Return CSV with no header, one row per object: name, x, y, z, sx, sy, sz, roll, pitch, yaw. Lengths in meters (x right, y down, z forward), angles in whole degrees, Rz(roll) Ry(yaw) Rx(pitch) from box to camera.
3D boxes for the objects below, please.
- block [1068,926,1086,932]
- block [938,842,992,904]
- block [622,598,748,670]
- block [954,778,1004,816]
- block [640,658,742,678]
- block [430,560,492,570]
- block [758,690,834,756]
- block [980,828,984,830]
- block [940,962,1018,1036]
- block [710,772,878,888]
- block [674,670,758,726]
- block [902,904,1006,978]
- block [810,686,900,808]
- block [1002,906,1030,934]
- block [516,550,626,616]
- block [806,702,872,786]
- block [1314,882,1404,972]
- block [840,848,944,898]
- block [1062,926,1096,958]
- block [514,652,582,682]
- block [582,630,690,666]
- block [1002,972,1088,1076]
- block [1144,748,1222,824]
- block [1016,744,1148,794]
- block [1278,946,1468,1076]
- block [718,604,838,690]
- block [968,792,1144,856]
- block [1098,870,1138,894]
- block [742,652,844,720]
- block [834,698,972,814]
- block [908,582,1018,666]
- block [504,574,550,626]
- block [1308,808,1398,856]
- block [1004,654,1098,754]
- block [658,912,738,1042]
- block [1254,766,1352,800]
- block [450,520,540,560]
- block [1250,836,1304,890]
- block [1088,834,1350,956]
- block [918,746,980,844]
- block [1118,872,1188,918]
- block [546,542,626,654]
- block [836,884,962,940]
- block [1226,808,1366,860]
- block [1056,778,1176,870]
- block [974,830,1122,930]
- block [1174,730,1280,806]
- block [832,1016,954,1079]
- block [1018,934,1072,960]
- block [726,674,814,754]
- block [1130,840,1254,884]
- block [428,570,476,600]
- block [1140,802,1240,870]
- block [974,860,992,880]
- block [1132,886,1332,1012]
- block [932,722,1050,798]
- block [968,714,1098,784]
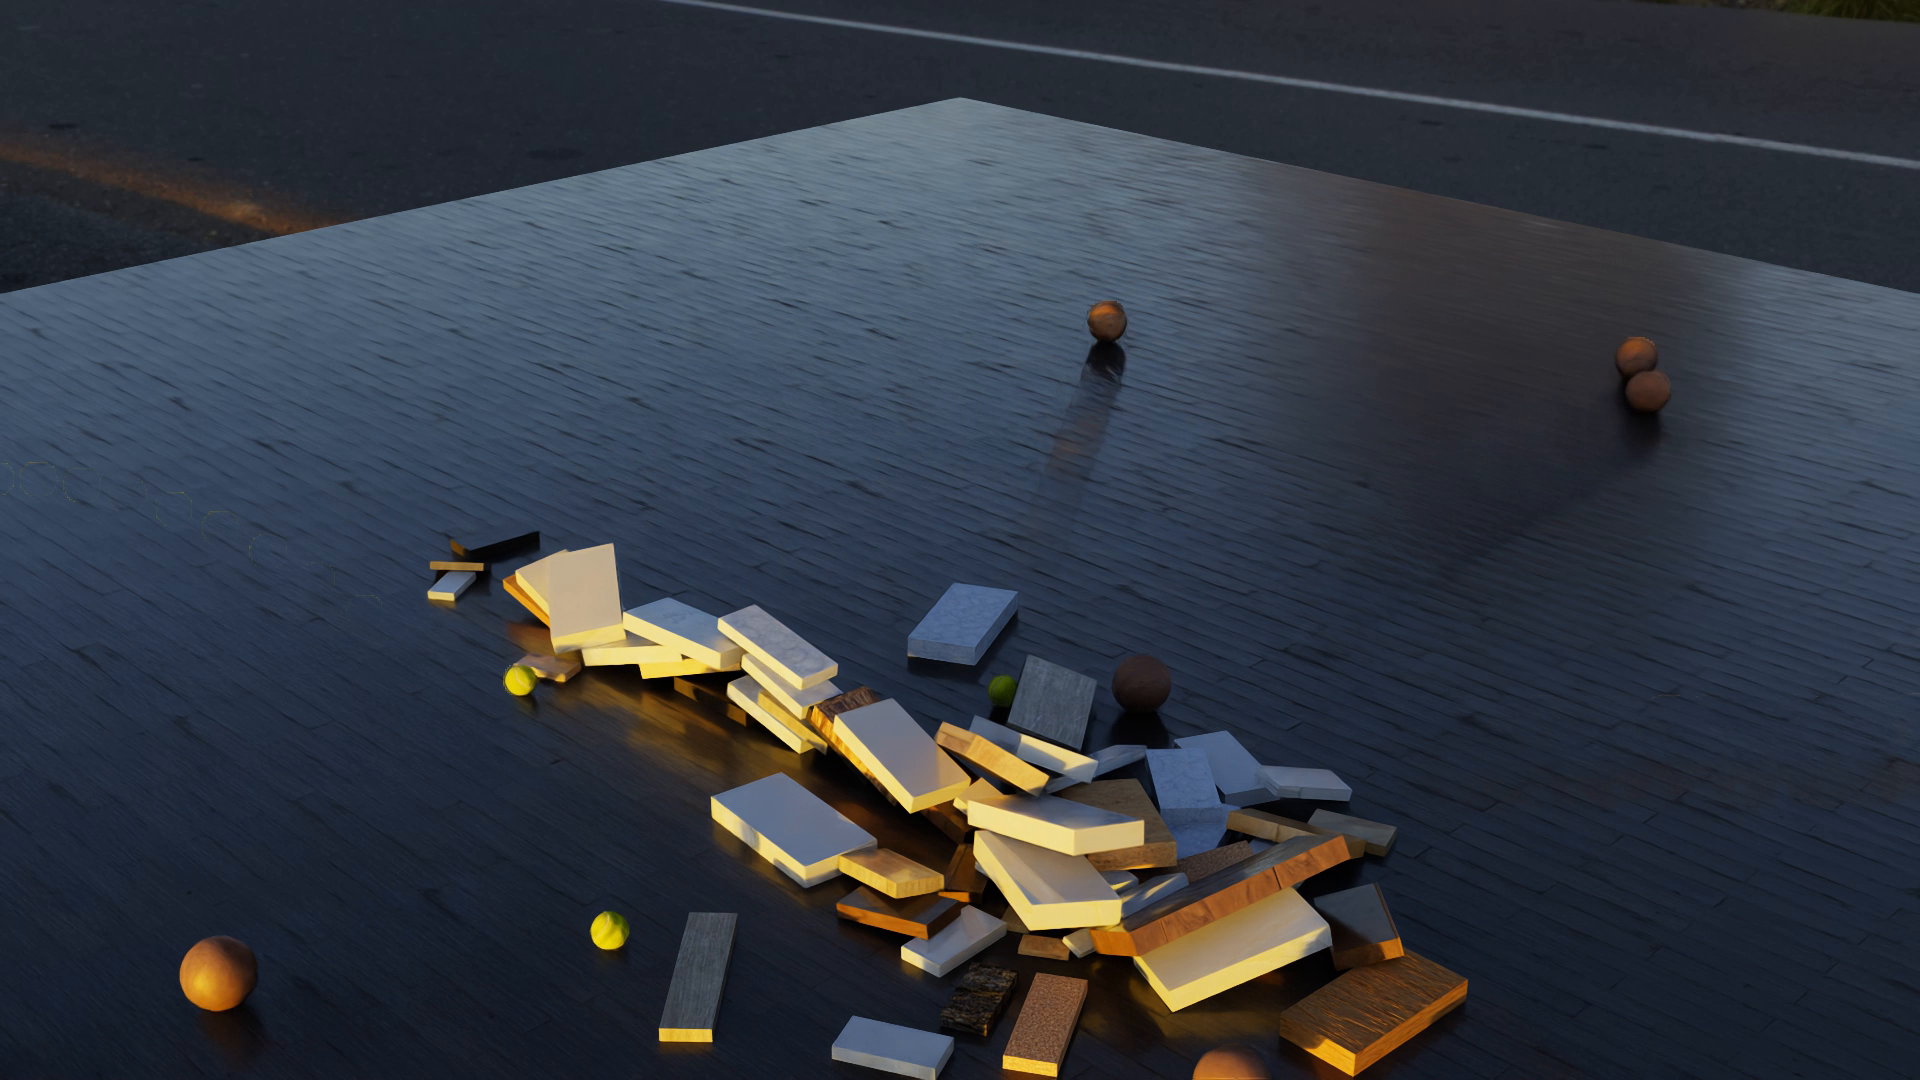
block,0.248,0.709,4.073,0.093,0.013,0.046,-14,27,-29
block,0.021,0.639,4.224,0.085,0.024,0.169,5,24,13
block,-0.598,0.207,4.927,0.310,0.039,0.139,19,25,35
block,0.078,0.547,4.350,0.169,0.024,0.085,37,42,20
block,-0.586,0.268,4.984,0.250,0.035,0.125,-6,13,22
block,-1.261,0.065,5.553,0.136,0.019,0.068,2,1,4
block,-0.319,0.376,4.724,0.111,0.031,0.221,-22,43,-41
block,0.099,0.599,4.225,0.081,0.023,0.162,-1,26,-18
block,0.034,0.800,3.844,0.085,0.024,0.170,8,24,18
block,-0.331,0.571,4.355,0.169,0.048,0.338,-17,28,-34
block,-0.512,0.339,4.917,0.250,0.035,0.125,21,31,40
block,-0.010,0.730,4.007,0.092,0.026,0.184,19,29,37
block,-0.166,0.426,4.580,0.142,0.040,0.284,-20,51,-39
block,0.117,0.694,4.104,0.056,0.016,0.112,7,24,16
block,-0.934,0.134,5.278,0.139,0.039,0.277,-25,47,-30
block,-0.215,0.419,4.630,0.111,0.031,0.221,-17,49,-37
block,0.719,0.699,3.983,0.122,0.035,0.245,-15,14,5
block,-0.131,0.630,4.163,0.104,0.030,0.209,-4,10,-33
block,0.236,0.728,4.004,0.093,0.013,0.046,-14,43,-39
block,-0.946,0.291,5.049,0.136,0.019,0.068,10,25,22
block,-0.712,0.243,5.036,0.277,0.039,0.139,-4,14,30
block,0.148,0.829,3.774,0.092,0.026,0.250,6,24,14
block,0.451,0.497,4.455,0.122,0.035,0.245,-1,23,-3
block,0.252,0.470,4.516,0.085,0.024,0.321,-4,7,45
block,0.716,0.807,3.801,0.318,0.045,0.159,-20,30,-39
block,-0.400,0.233,4.818,0.104,0.030,0.280,-21,42,-41
block,0.177,0.531,4.142,0.165,0.047,0.329,-2,5,-35
block,0.242,0.645,4.099,0.162,0.023,0.081,-11,19,-23
block,-0.364,0.303,4.771,0.111,0.031,0.221,-17,40,-37
block,-0.119,0.433,4.447,0.142,0.040,0.283,-14,41,-34
block,0.010,0.197,5.236,0.165,0.047,0.330,8,24,17
block,-1.005,0.135,5.325,0.101,0.029,0.203,-30,50,-34
block,0.775,0.580,4.364,0.166,0.023,0.083,11,25,24
block,0.196,0.367,4.770,0.165,0.047,0.330,21,25,1
block,-0.461,0.772,3.908,0.090,0.026,0.362,1,23,2
block,0.702,0.497,4.496,0.180,0.026,0.090,6,19,-26
block,-1.209,0.000,5.724,0.203,0.029,0.101,-18,29,-37
block,0.574,0.647,4.189,0.125,0.035,0.250,13,26,28
block,0.473,0.642,3.990,0.472,0.045,0.159,-20,0,-25
block,-0.037,0.501,4.443,0.142,0.040,0.284,-21,44,-39
block,0.330,0.656,4.039,0.170,0.024,0.085,-19,-1,-36
block,-0.882,0.135,5.171,0.165,0.047,0.329,-12,36,-5
block,-0.114,0.683,4.075,0.209,0.030,0.104,7,22,35
block,0.658,0.575,4.302,0.245,0.035,0.122,13,2,27
block,0.301,0.554,4.304,0.169,0.048,0.378,-3,12,-6
block,0.156,0.618,4.043,0.169,0.048,0.338,-1,16,-17
block,0.554,0.478,4.589,0.125,0.035,0.250,-8,24,-18
block,-0.113,0.857,3.708,0.184,0.026,0.092,8,24,18
block,0.156,0.741,3.999,0.093,0.013,0.046,5,24,13
block,-0.380,0.367,4.788,0.125,0.035,0.250,-21,42,-40
block,0.432,0.634,4.160,0.258,0.023,0.083,-16,26,-3
block,-1.263,0.112,5.473,0.068,0.019,0.136,5,23,11
block,0.456,0.587,4.332,0.125,0.035,0.250,10,25,21
block,0.087,0.636,4.189,0.056,0.016,0.112,-16,33,-42
block,0.482,0.722,3.918,0.318,0.045,0.159,-19,27,-14
block,0.057,0.434,4.369,0.165,0.047,0.329,31,-6,-10
block,0.143,0.420,4.431,0.165,0.047,0.330,21,-4,-16
